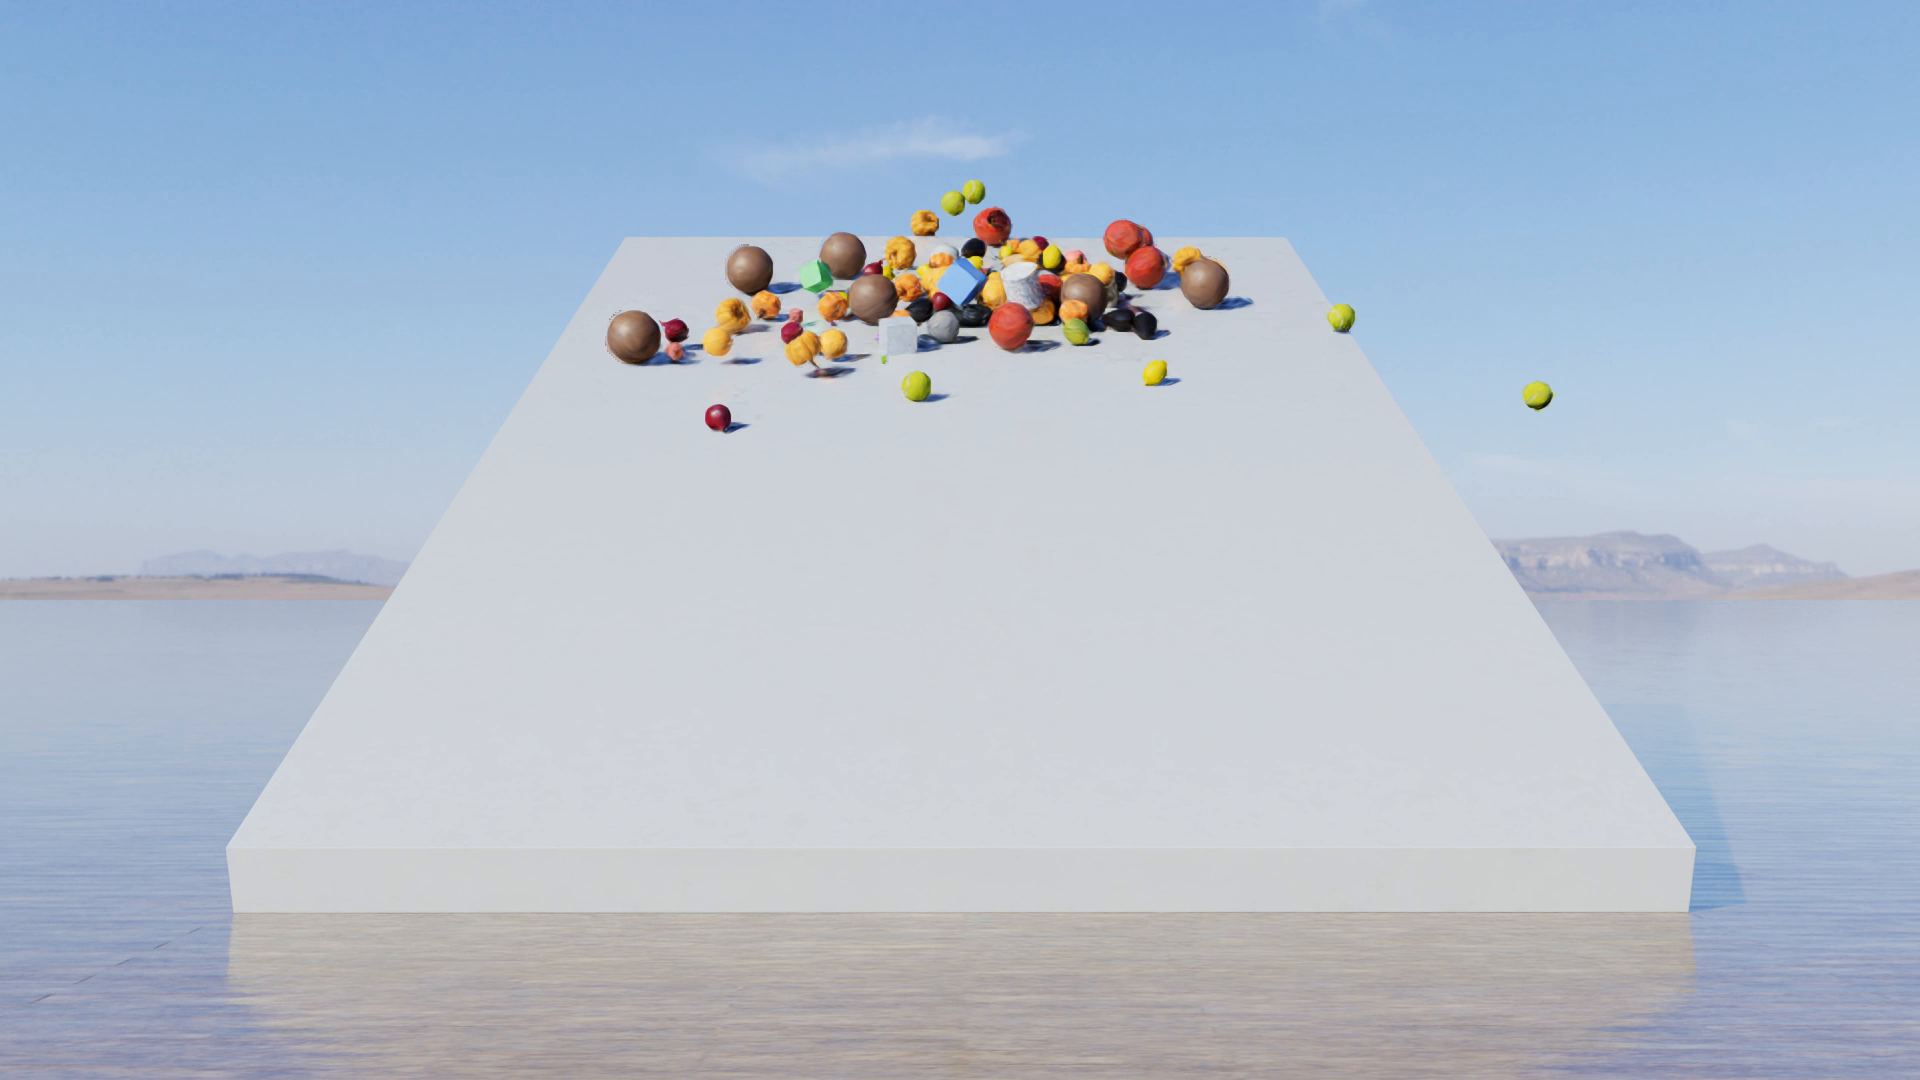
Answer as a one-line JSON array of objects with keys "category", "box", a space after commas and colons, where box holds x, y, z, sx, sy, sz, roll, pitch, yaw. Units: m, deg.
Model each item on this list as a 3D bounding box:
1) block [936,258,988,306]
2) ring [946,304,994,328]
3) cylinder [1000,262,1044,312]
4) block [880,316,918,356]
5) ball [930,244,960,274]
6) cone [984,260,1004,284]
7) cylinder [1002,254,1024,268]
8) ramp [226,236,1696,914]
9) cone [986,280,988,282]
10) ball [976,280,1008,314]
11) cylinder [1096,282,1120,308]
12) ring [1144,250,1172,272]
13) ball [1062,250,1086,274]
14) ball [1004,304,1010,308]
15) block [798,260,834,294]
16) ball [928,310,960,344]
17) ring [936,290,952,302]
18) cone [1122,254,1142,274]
[{"category": "block", "box": [0.005, -0.667, 5.839, 0.084, 0.084, 0.084, 42, 22, 7]}, {"category": "ring", "box": [0.022, -0.579, 5.824, 0.131, 0.044, 0.131, 0, 18, 0]}, {"category": "cylinder", "box": [0.160, -0.647, 5.766, 0.094, 0.094, 0.094, -12, 32, 8]}, {"category": "block", "box": [-0.152, -0.501, 5.553, 0.077, 0.077, 0.077, -5, 20, -14]}, {"category": "ball", "box": [-0.040, -0.787, 6.342, 0.085, 0.085, 0.085, 0, -1, 0]}, {"category": "cone", "box": [0.102, -0.742, 6.182, 0.072, 0.072, 0.072, 5, -31, 3]}, {"category": "cylinder", "box": [0.149, -0.774, 6.342, 0.053, 0.053, 0.053, -11, -1, -3]}, {"category": "ramp", "box": [-0.005, -0.202, 4.974, 2.000, 0.100, 4.000, 0, 20, 0]}, {"category": "cone", "box": [0.042, -0.706, 6.177, 0.054, 0.054, 0.054, 1, 32, -26]}, {"category": "ball", "box": [0.084, -0.638, 5.926, 0.086, 0.086, 0.086, 0, -1, 0]}, {"category": "cylinder", "box": [0.395, -0.653, 6.008, 0.057, 0.057, 0.057, 0, 21, 9]}, {"category": "ring", "box": [0.552, -0.779, 6.290, 0.083, 0.028, 0.083, 20, 33, -14]}, {"category": "ball", "box": [0.321, -0.782, 6.359, 0.070, 0.070, 0.070, 0, -1, 0]}, {"category": "ball", "box": [0.131, -0.648, 5.985, 0.067, 0.067, 0.067, 0, -1, 0]}, {"category": "block", "box": [-0.388, -0.709, 6.089, 0.061, 0.061, 0.061, -23, -14, 25]}, {"category": "ball", "box": [-0.041, -0.531, 5.631, 0.081, 0.081, 0.081, 0, -1, 0]}, {"category": "ring", "box": [-0.026, -0.657, 6.066, 0.080, 0.027, 0.080, -1, 19, 0]}, {"category": "cone", "box": [0.470, -0.763, 6.287, 0.056, 0.056, 0.056, -1, 20, 25]}]
